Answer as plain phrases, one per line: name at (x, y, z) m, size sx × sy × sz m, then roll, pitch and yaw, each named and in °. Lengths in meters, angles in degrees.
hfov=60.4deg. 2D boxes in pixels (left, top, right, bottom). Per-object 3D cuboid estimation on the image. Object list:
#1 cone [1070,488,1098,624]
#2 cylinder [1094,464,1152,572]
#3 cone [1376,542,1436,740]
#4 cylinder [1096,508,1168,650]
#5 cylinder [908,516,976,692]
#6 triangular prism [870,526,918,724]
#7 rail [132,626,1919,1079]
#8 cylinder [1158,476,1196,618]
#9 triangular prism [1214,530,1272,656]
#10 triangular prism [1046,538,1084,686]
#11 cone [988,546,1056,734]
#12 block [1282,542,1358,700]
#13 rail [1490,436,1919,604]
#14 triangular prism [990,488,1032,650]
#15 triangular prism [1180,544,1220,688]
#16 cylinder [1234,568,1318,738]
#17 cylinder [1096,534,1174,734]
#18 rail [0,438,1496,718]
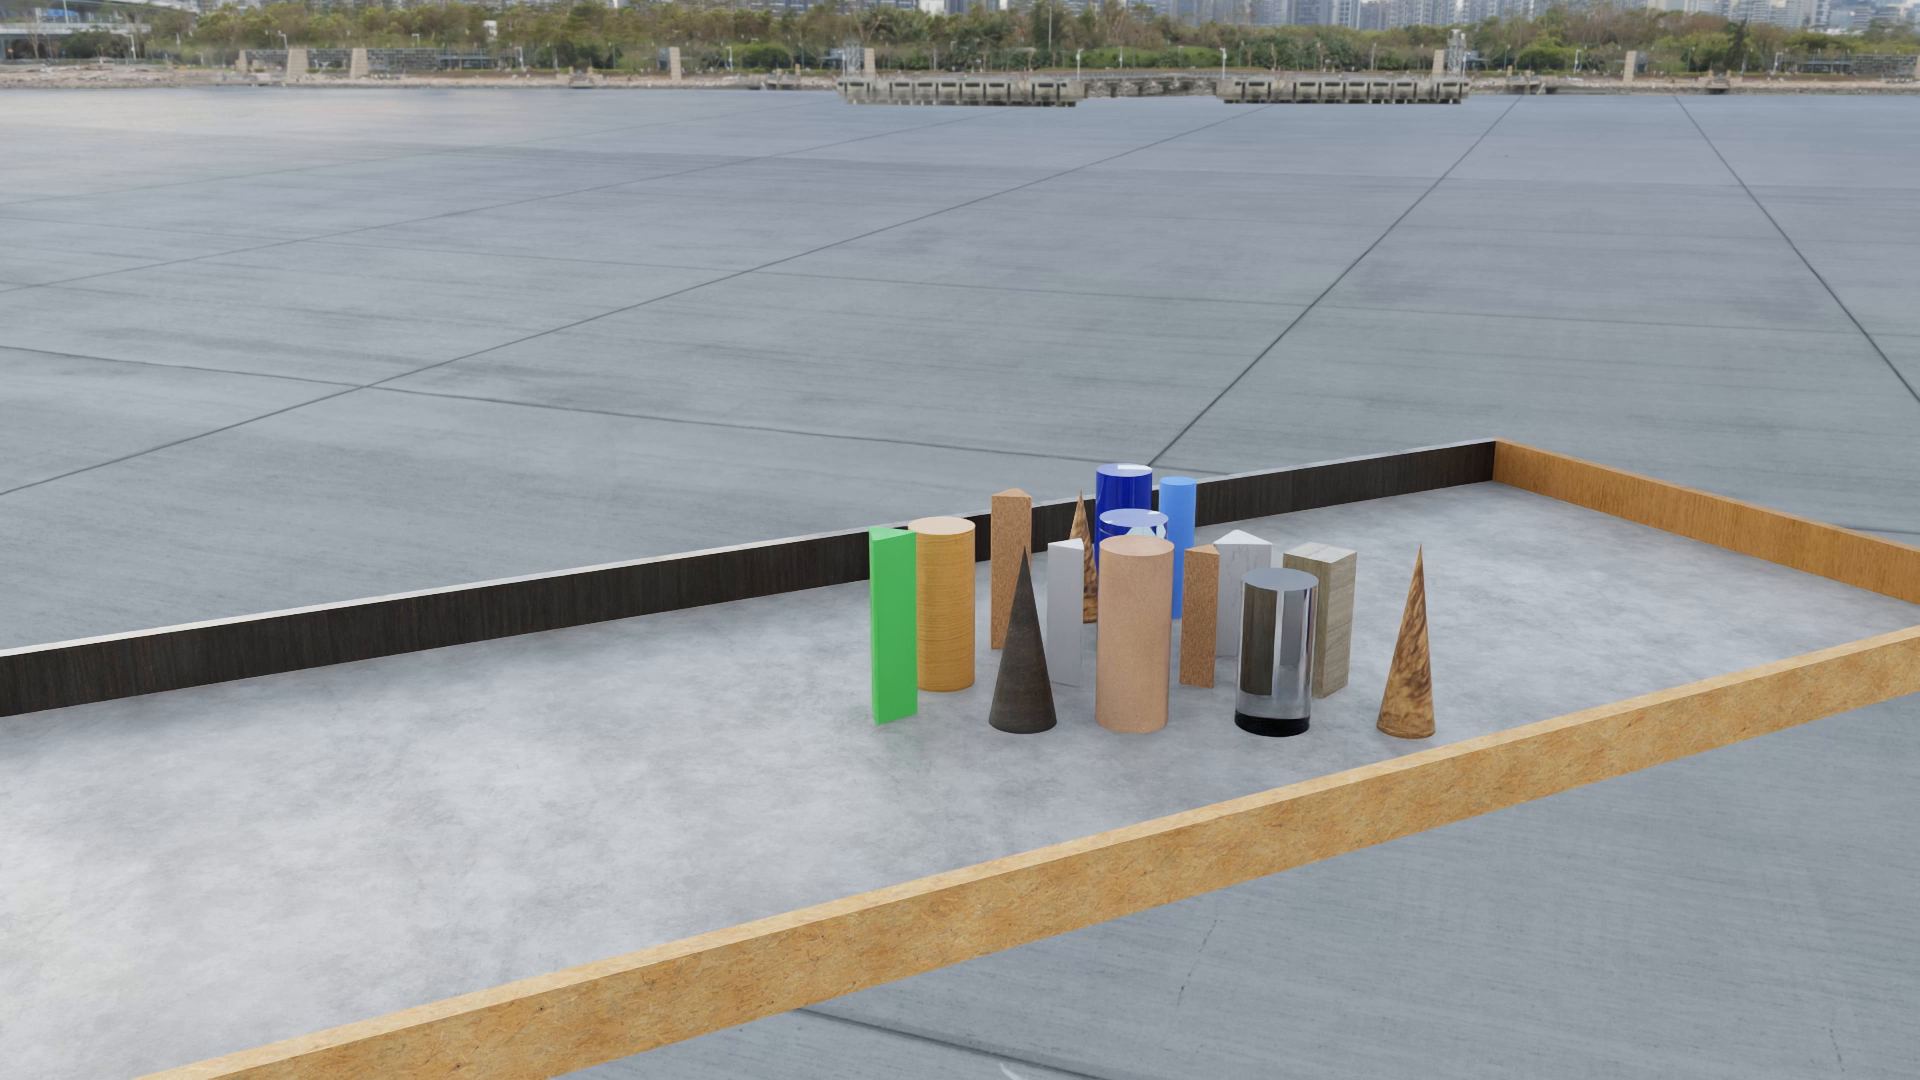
cone at (0.333, 0.035, 4.586) m, size 0.152 × 0.367 × 0.152 m, roll 0°, pitch 16°, yaw 0°
cylinder at (0.476, -0.032, 4.828) m, size 0.163 × 0.358 × 0.163 m, roll 0°, pitch 16°, yaw 0°
cone at (1.043, 0.222, 3.795) m, size 0.134 × 0.453 × 0.134 m, roll 0°, pitch 16°, yaw 0°
cylinder at (0.450, 0.116, 4.318) m, size 0.179 × 0.362 × 0.179 m, roll 0°, pitch 16°, yaw 0°
cylinder at (-0.045, 0.159, 4.095) m, size 0.164 × 0.405 × 0.164 m, roll 0°, pitch 16°, yaw 0°
triangular prism at (-0.180, 0.196, 3.890) m, size 0.118 × 0.451 × 0.102 m, roll -12°, pitch 20°, yaw -36°
rail at (-2.336, 1.006, 1.665) m, size 12.000 × 0.150 × 0.050 m, roll -9°, pitch 18°, yaw -27°
cylinder at (0.601, 0.021, 4.601) m, size 0.102 × 0.384 × 0.102 m, roll 0°, pitch 16°, yaw 0°
triangular prism at (0.730, 0.138, 4.344) m, size 0.151 × 0.306 × 0.130 m, roll 1°, pitch 16°, yaw 2°
triangular prism at (0.279, 0.177, 4.119) m, size 0.097 × 0.357 × 0.084 m, roll 9°, pitch 19°, yaw 29°
cone at (0.149, 0.218, 3.840) m, size 0.162 × 0.435 × 0.162 m, roll 0°, pitch 16°, yaw 0°
block at (0.878, 0.197, 4.068) m, size 0.130 × 0.348 × 0.130 m, roll 14°, pitch 21°, yaw 39°
rail at (2.466, -0.048, 5.253) m, size 0.050 × 0.150 × 2.100 m, roll -9°, pitch 18°, yaw -27°
triangular prism at (0.139, 0.077, 4.349) m, size 0.104 × 0.420 × 0.090 m, roll 3°, pitch 17°, yaw 9°
triangular prism at (0.606, 0.187, 4.101) m, size 0.087 × 0.349 × 0.076 m, roll 8°, pitch 18°, yaw 25°
cylinder at (0.736, 0.260, 3.840) m, size 0.174 × 0.356 × 0.174 m, roll 0°, pitch 16°, yaw 0°
cylinder at (0.406, 0.218, 3.849) m, size 0.172 × 0.430 × 0.172 m, roll 0°, pitch 16°, yaw 0°
rail at (-3.305, 0.497, 3.399) m, size 12.000 × 0.150 × 0.050 m, roll -9°, pitch 18°, yaw -27°
